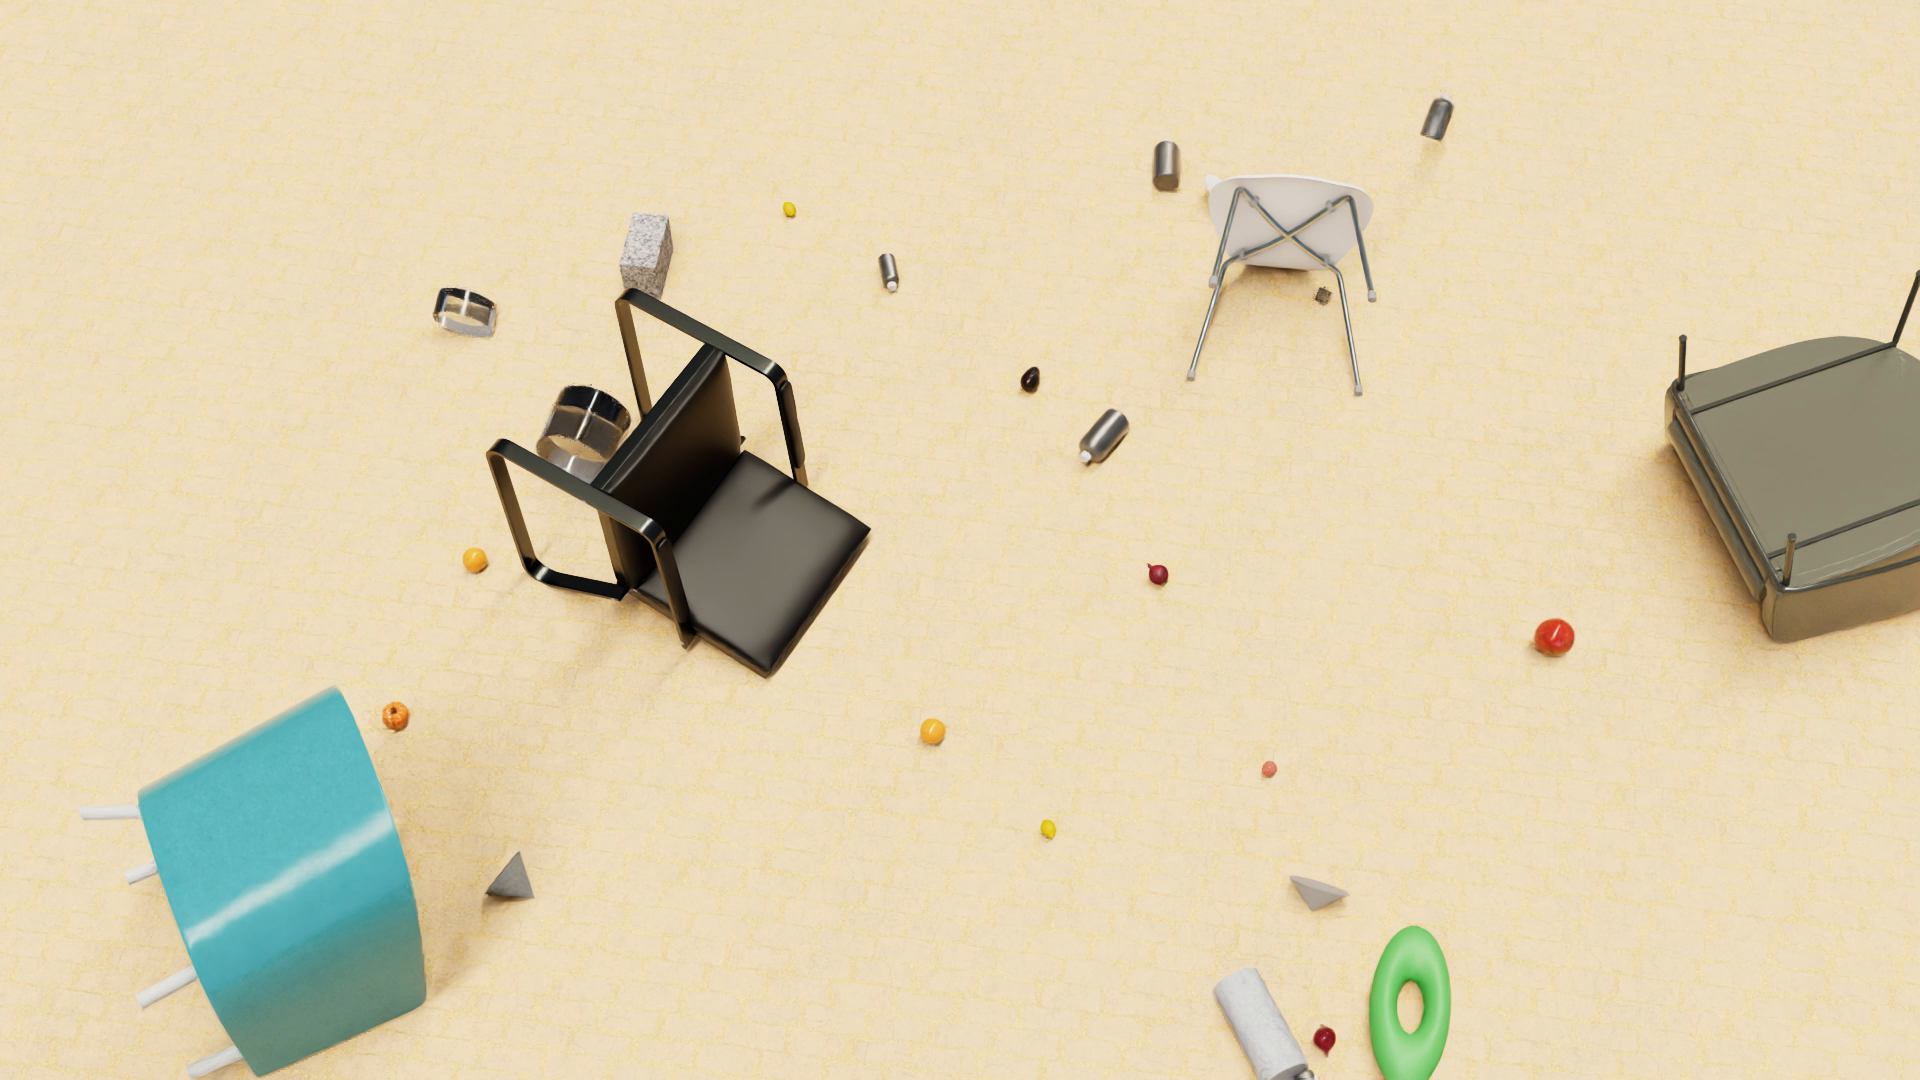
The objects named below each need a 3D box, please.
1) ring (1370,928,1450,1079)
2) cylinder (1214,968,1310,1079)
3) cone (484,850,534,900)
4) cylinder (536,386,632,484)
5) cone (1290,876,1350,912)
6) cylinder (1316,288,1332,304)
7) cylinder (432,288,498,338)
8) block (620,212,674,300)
[{"bbox_3d":[1.167,1.210,5.700,0.208,0.105,0.455,8,56,7],"label":"ring"},{"bbox_3d":[0.773,1.254,5.654,0.128,0.132,0.282,-35,59,12],"label":"cylinder"},{"bbox_3d":[-1.189,0.930,5.919,0.115,0.098,0.171,44,40,-7],"label":"cone"},{"bbox_3d":[-1.138,-0.319,6.652,0.240,0.221,0.196,30,55,-19],"label":"cylinder"},{"bbox_3d":[0.955,0.962,5.901,0.168,0.114,0.074,15,95,15],"label":"cone"},{"bbox_3d":[1.170,-0.785,7.075,0.040,0.043,0.044,23,76,15],"label":"cylinder"},{"bbox_3d":[-1.572,-0.723,6.986,0.193,0.097,0.099,17,54,-20],"label":"cylinder"},{"bbox_3d":[-1.010,-0.915,7.093,0.117,0.158,0.221,5,56,4],"label":"block"}]
